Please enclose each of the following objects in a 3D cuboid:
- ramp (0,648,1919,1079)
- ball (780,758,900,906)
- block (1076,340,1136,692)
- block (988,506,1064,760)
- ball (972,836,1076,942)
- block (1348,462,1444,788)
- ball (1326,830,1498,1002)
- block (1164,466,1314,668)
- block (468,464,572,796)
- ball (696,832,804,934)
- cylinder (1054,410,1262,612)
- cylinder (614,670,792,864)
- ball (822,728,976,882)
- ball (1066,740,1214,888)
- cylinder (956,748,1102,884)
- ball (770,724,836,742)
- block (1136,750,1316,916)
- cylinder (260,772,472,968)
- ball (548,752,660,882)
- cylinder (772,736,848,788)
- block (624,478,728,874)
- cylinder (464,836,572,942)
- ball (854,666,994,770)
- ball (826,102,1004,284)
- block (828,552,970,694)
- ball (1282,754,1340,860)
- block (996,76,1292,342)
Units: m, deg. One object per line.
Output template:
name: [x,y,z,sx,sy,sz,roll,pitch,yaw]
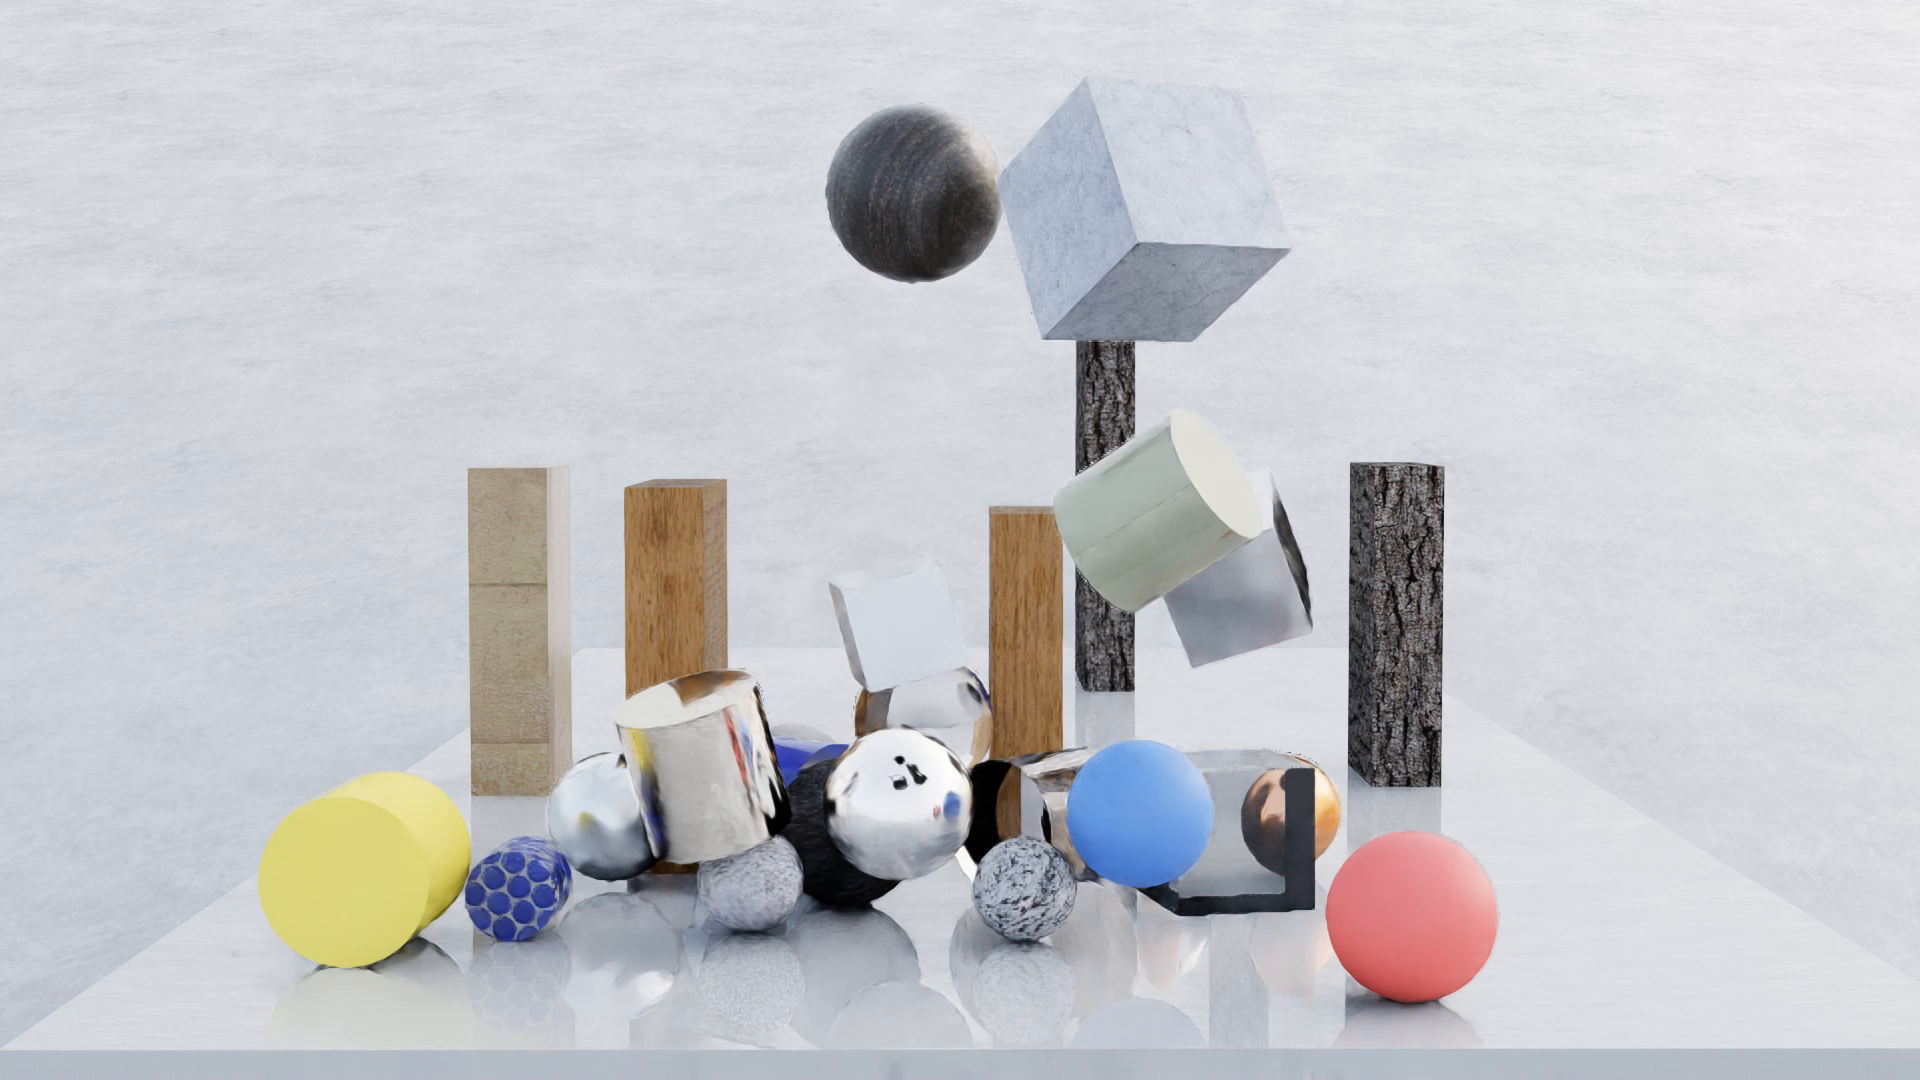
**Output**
ramp: [0.048,0.438,4.532,2.000,0.100,4.000,0,3,0]
ball: [-0.143,0.368,3.245,0.187,0.187,0.187,0,21,0]
block: [0.323,-0.071,5.758,0.109,0.777,0.411,0,3,0]
block: [0.090,0.199,3.596,0.097,0.483,0.248,0,3,0]
ball: [0.076,0.412,3.034,0.123,0.123,0.123,0,21,0]
block: [0.733,0.135,4.333,0.114,0.526,0.262,0,3,0]
ball: [0.480,0.400,2.730,0.181,0.181,0.181,0,21,0]
block: [0.364,0.036,3.456,0.170,0.170,0.170,-17,27,13]
block: [-0.722,0.142,4.232,0.126,0.527,0.243,0,3,0]
ball: [-0.251,0.406,3.082,0.129,0.129,0.129,0,21,0]
cylinder: [0.210,-0.031,2.733,0.158,0.158,0.158,-34,7,25]
cylinder: [-0.303,0.267,3.043,0.173,0.173,0.173,-13,16,4]
ball: [-0.073,0.316,3.080,0.183,0.183,0.183,0,21,0]
ball: [0.211,0.321,3.014,0.173,0.173,0.173,0,21,0]
cylinder: [0.110,0.366,3.349,0.176,0.176,0.176,19,15,41]
ball: [-0.242,0.350,3.729,0.168,0.168,0.168,0,21,0]
block: [0.337,0.370,3.276,0.179,0.179,0.179,-1,3,-13]
cylinder: [-0.688,0.380,2.986,0.194,0.194,0.194,1,3,3]
ball: [-0.454,0.362,3.361,0.170,0.170,0.170,0,21,0]
cylinder: [-0.237,0.357,3.426,0.188,0.188,0.188,3,18,40]
block: [-0.395,0.180,3.614,0.106,0.521,0.355,0,3,0]
cylinder: [-0.529,0.417,3.081,0.107,0.107,0.107,1,3,2]
ball: [-0.047,0.238,3.361,0.184,0.184,0.184,0,21,0]
ball: [-0.050,-0.384,2.851,0.199,0.199,0.199,0,21,0]
block: [-0.067,0.087,2.758,0.112,0.112,0.112,-16,9,-9]
ball: [0.437,0.369,3.483,0.156,0.156,0.156,0,21,0]
block: [0.189,-0.341,2.684,0.194,0.194,0.194,-2,-25,-32]
